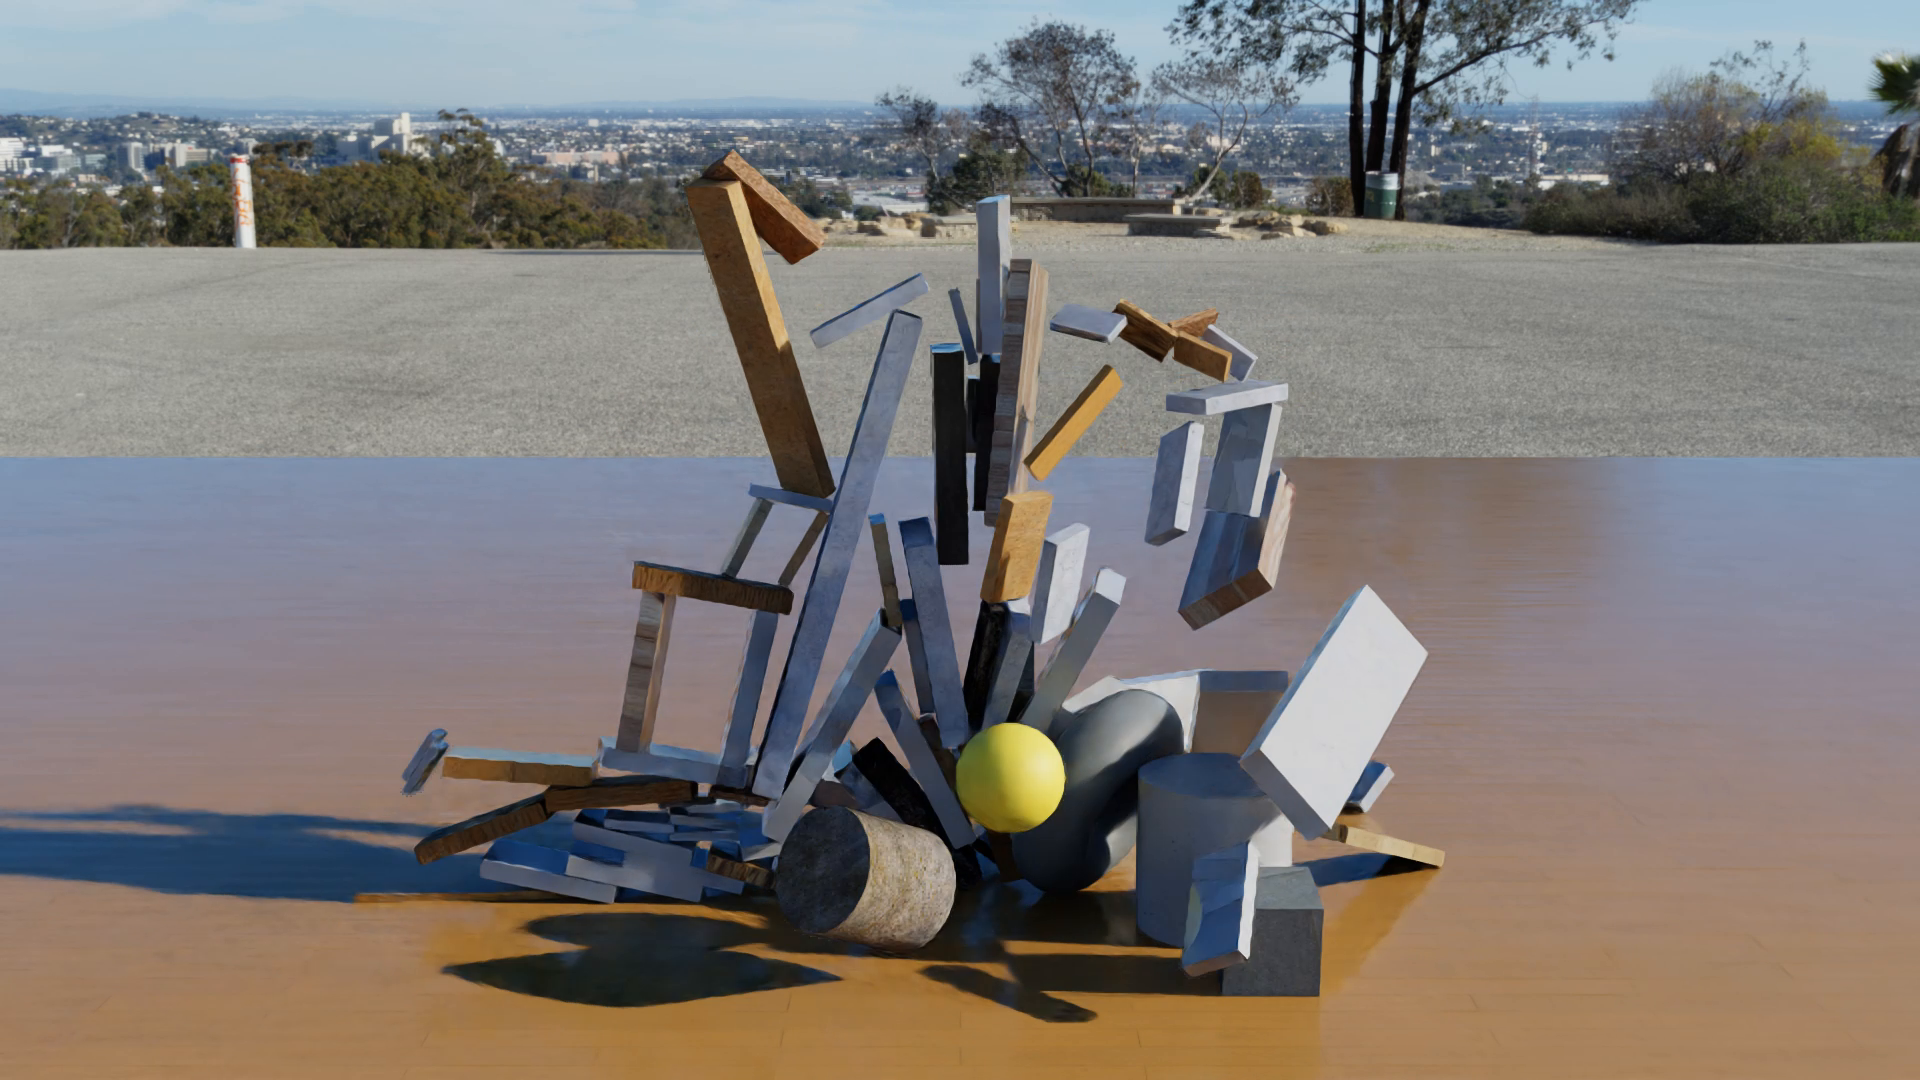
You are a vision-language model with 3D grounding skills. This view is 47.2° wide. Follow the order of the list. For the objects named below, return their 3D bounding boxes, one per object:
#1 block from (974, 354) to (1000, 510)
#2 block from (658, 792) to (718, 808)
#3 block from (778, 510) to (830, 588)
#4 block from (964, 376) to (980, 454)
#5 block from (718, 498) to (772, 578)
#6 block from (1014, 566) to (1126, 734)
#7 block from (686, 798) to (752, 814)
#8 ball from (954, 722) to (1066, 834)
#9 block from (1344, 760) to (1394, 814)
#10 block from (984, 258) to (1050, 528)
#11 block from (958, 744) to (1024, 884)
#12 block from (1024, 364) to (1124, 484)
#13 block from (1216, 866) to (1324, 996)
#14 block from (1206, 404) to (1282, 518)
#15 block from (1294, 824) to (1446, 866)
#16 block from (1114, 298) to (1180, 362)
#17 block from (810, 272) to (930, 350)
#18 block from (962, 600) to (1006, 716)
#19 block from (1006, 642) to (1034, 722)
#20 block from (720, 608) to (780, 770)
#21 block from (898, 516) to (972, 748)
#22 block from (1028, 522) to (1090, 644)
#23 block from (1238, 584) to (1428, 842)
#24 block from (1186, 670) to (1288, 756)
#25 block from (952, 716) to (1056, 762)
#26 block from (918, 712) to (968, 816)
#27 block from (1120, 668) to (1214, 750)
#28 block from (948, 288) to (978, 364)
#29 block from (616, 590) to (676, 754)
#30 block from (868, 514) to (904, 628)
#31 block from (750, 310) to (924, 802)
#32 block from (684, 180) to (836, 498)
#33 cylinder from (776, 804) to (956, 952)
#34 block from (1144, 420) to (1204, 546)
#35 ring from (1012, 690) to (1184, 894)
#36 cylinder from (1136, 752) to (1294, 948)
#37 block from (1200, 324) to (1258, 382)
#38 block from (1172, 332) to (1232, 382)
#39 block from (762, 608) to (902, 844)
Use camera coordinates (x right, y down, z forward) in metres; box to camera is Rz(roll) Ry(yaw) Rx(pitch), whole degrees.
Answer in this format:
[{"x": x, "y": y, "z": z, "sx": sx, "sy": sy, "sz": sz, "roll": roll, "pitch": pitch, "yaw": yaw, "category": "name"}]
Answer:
[{"x": 0.046, "y": -0.174, "z": 3.551, "sx": 0.034, "sy": 0.238, "sz": 0.119, "roll": 3, "pitch": 10, "yaw": 2, "category": "block"}, {"x": -0.448, "y": 0.428, "z": 3.628, "sx": 0.095, "sy": 0.014, "sz": 0.048, "roll": -5, "pitch": 2, "yaw": -4, "category": "block"}, {"x": -0.259, "y": 0.015, "z": 3.630, "sx": 0.020, "sy": 0.138, "sz": 0.069, "roll": 31, "pitch": -3, "yaw": -4, "category": "block"}, {"x": 0.018, "y": -0.204, "z": 3.566, "sx": 0.017, "sy": 0.121, "sz": 0.060, "roll": 2, "pitch": 9, "yaw": -4, "category": "block"}, {"x": -0.353, "y": -0.003, "z": 3.620, "sx": 0.020, "sy": 0.138, "sz": 0.069, "roll": 28, "pitch": -6, "yaw": -13, "category": "block"}, {"x": 0.169, "y": 0.205, "z": 3.579, "sx": 0.045, "sy": 0.319, "sz": 0.159, "roll": 29, "pitch": 16, "yaw": 0, "category": "block"}, {"x": -0.396, "y": 0.437, "z": 3.620, "sx": 0.095, "sy": 0.014, "sz": 0.048, "roll": -5, "pitch": 3, "yaw": 16, "category": "block"}, {"x": 0.077, "y": 0.364, "z": 3.367, "sx": 0.169, "sy": 0.169, "sz": 0.169, "roll": 0, "pitch": 11, "yaw": 0, "category": "ball"}, {"x": 0.722, "y": 0.452, "z": 4.185, "sx": 0.097, "sy": 0.027, "sz": 0.193, "roll": -49, "pitch": 33, "yaw": -19, "category": "block"}, {"x": 0.091, "y": -0.229, "z": 3.517, "sx": 0.034, "sy": 0.424, "sz": 0.119, "roll": 5, "pitch": -2, "yaw": 16, "category": "block"}, {"x": 0.046, "y": 0.438, "z": 3.685, "sx": 0.035, "sy": 0.268, "sz": 0.125, "roll": -18, "pitch": 36, "yaw": -1, "category": "block"}, {"x": 0.179, "y": -0.183, "z": 3.461, "sx": 0.016, "sy": 0.206, "sz": 0.057, "roll": 36, "pitch": -8, "yaw": 32, "category": "block"}, {"x": 0.457, "y": 0.582, "z": 3.280, "sx": 0.142, "sy": 0.142, "sz": 0.142, "roll": 0, "pitch": 17, "yaw": 0, "category": "block"}, {"x": 0.474, "y": -0.137, "z": 3.676, "sx": 0.095, "sy": 0.189, "sz": 0.027, "roll": 11, "pitch": -2, "yaw": 44, "category": "block"}, {"x": 0.693, "y": 0.507, "z": 3.701, "sx": 0.097, "sy": 0.027, "sz": 0.352, "roll": 9, "pitch": -7, "yaw": 40, "category": "block"}, {"x": 0.301, "y": -0.348, "z": 3.646, "sx": 0.113, "sy": 0.057, "sz": 0.016, "roll": 32, "pitch": 37, "yaw": 0, "category": "block"}, {"x": -0.144, "y": -0.367, "z": 3.517, "sx": 0.201, "sy": 0.028, "sz": 0.100, "roll": -28, "pitch": 9, "yaw": 2, "category": "block"}, {"x": 0.037, "y": 0.184, "z": 3.550, "sx": 0.025, "sy": 0.177, "sz": 0.089, "roll": 9, "pitch": 17, "yaw": -9, "category": "block"}, {"x": 0.073, "y": 0.248, "z": 3.681, "sx": 0.035, "sy": 0.125, "sz": 0.249, "roll": 9, "pitch": -30, "yaw": -12, "category": "block"}, {"x": -0.349, "y": 0.239, "z": 3.625, "sx": 0.037, "sy": 0.258, "sz": 0.129, "roll": 13, "pitch": 1, "yaw": -8, "category": "block"}, {"x": -0.041, "y": 0.149, "z": 3.582, "sx": 0.048, "sy": 0.340, "sz": 0.170, "roll": -11, "pitch": 16, "yaw": -2, "category": "block"}, {"x": 0.154, "y": 0.068, "z": 3.421, "sx": 0.025, "sy": 0.177, "sz": 0.089, "roll": 25, "pitch": 32, "yaw": 29, "category": "block"}, {"x": 0.604, "y": 0.262, "z": 3.498, "sx": 0.045, "sy": 0.159, "sz": 0.589, "roll": -41, "pitch": 2, "yaw": 35, "category": "block"}, {"x": 0.485, "y": 0.366, "z": 3.930, "sx": 0.150, "sy": 0.042, "sz": 0.449, "roll": 0, "pitch": -34, "yaw": 0, "category": "block"}, {"x": 0.134, "y": 0.393, "z": 4.430, "sx": 0.283, "sy": 0.040, "sz": 0.142, "roll": -13, "pitch": 8, "yaw": 10, "category": "block"}, {"x": -0.020, "y": 0.372, "z": 3.657, "sx": 0.024, "sy": 0.170, "sz": 0.085, "roll": -27, "pitch": 3, "yaw": -1, "category": "block"}, {"x": 0.395, "y": 0.345, "z": 4.350, "sx": 0.300, "sy": 0.150, "sz": 0.042, "roll": -5, "pitch": 12, "yaw": -38, "category": "block"}, {"x": 0.005, "y": -0.344, "z": 3.539, "sx": 0.017, "sy": 0.121, "sz": 0.060, "roll": -16, "pitch": 9, "yaw": 1, "category": "block"}, {"x": -0.510, "y": 0.210, "z": 3.583, "sx": 0.037, "sy": 0.258, "sz": 0.129, "roll": 10, "pitch": 2, "yaw": 1, "category": "block"}, {"x": -0.119, "y": 0.048, "z": 3.553, "sx": 0.024, "sy": 0.170, "sz": 0.085, "roll": -10, "pitch": 11, "yaw": -2, "category": "block"}, {"x": -0.201, "y": 0.020, "z": 3.574, "sx": 0.048, "sy": 0.805, "sz": 0.170, "roll": 16, "pitch": 7, "yaw": -6, "category": "block"}, {"x": -0.317, "y": -0.316, "z": 3.519, "sx": 0.100, "sy": 0.546, "sz": 0.028, "roll": 10, "pitch": 36, "yaw": 41, "category": "block"}, {"x": -0.138, "y": 0.501, "z": 3.243, "sx": 0.188, "sy": 0.188, "sz": 0.188, "roll": 10, "pitch": -9, "yaw": 44, "category": "cylinder"}, {"x": 0.349, "y": -0.091, "z": 3.579, "sx": 0.027, "sy": 0.189, "sz": 0.094, "roll": 19, "pitch": -23, "yaw": -21, "category": "block"}, {"x": 0.230, "y": 0.416, "z": 3.636, "sx": 0.126, "sy": 0.378, "sz": 0.378, "roll": 34, "pitch": 26, "yaw": 25, "category": "ring"}, {"x": 0.406, "y": 0.494, "z": 3.511, "sx": 0.247, "sy": 0.247, "sz": 0.247, "roll": 0, "pitch": 11, "yaw": 0, "category": "cylinder"}, {"x": 0.447, "y": -0.313, "z": 3.682, "sx": 0.099, "sy": 0.050, "sz": 0.014, "roll": 38, "pitch": 42, "yaw": 17, "category": "block"}, {"x": 0.401, "y": -0.304, "z": 3.642, "sx": 0.099, "sy": 0.050, "sz": 0.014, "roll": 28, "pitch": 43, "yaw": 25, "category": "block"}, {"x": -0.211, "y": 0.303, "z": 3.615, "sx": 0.040, "sy": 0.397, "sz": 0.142, "roll": 29, "pitch": 8, "yaw": -8, "category": "block"}]
